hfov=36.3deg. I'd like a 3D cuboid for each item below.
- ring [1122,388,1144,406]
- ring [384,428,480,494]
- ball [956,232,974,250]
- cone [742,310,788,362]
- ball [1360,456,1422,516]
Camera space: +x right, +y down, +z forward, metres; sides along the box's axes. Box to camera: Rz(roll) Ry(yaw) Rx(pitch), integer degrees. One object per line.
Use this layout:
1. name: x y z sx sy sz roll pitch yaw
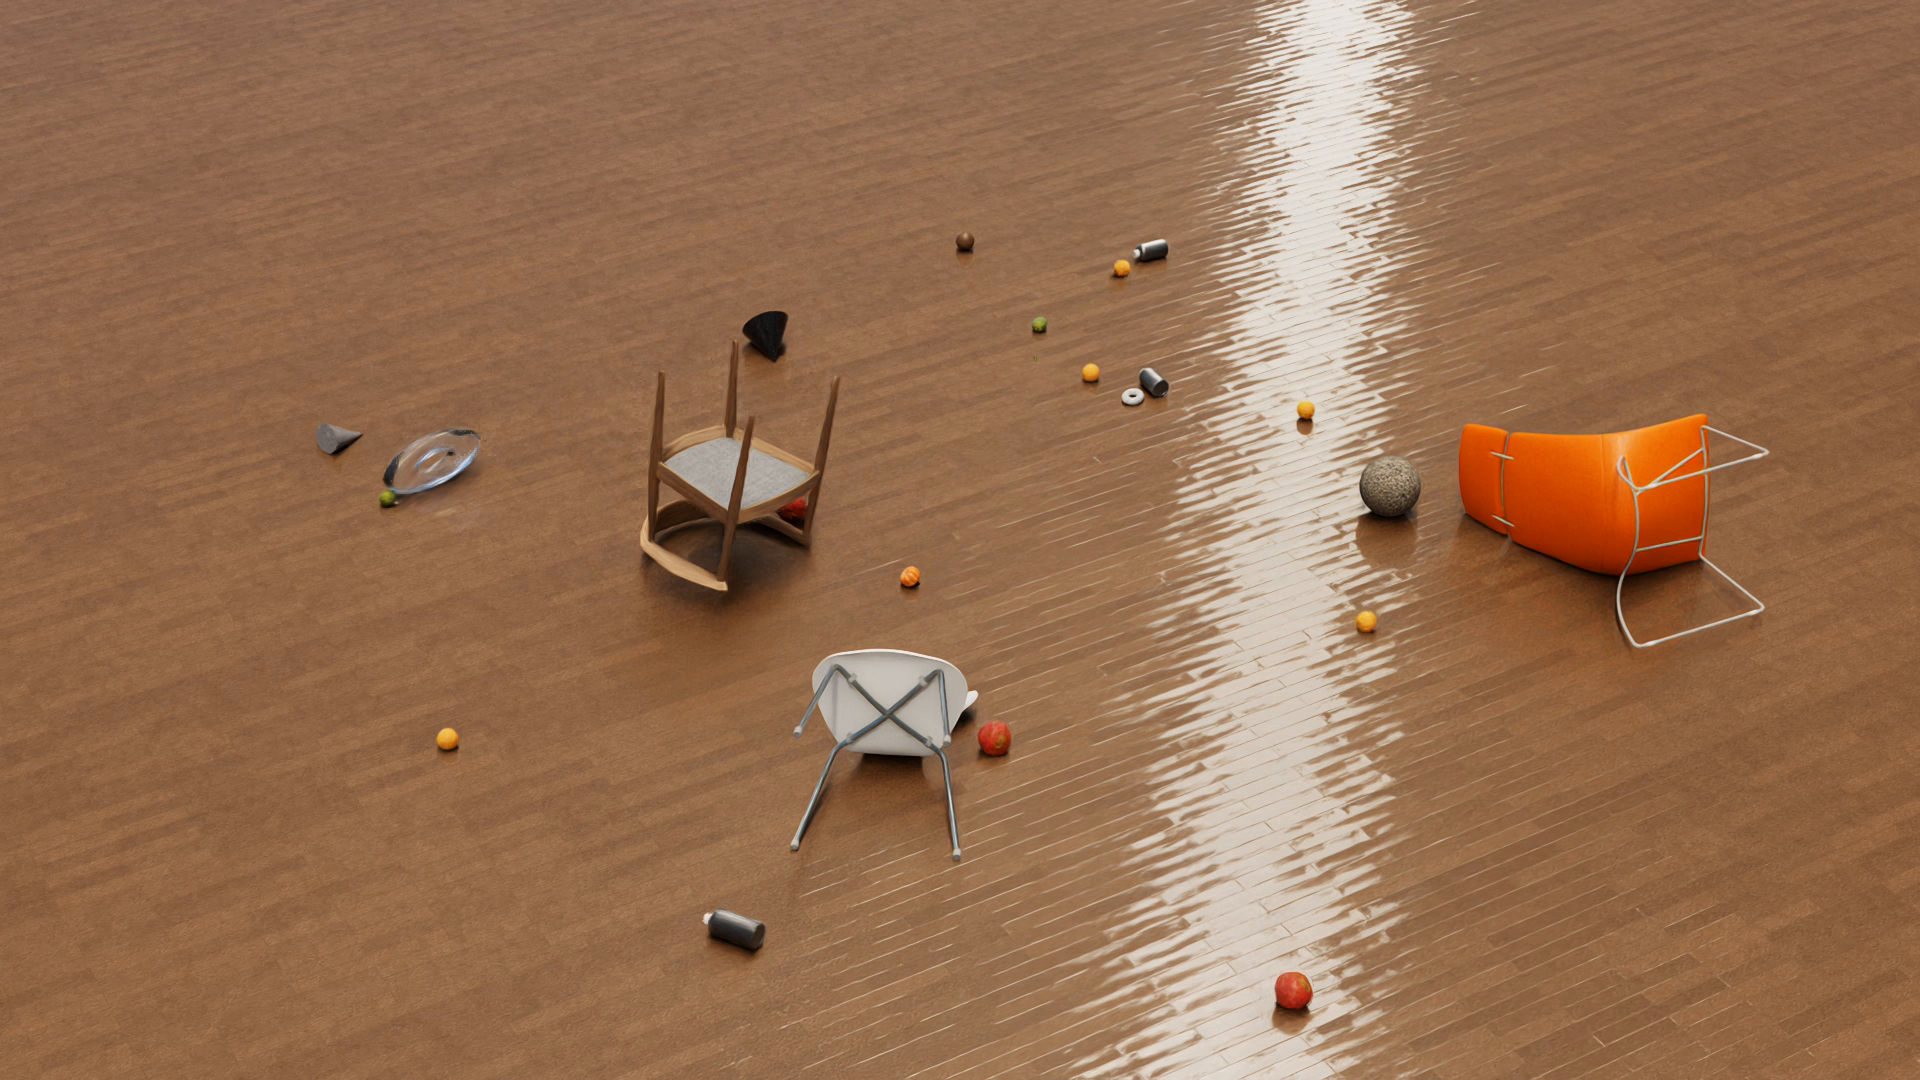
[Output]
1. ring: 0.695 -0.576 11.793 0.089 0.029 0.116 9 34 15
2. ring: -2.017 -0.305 11.209 0.426 0.220 0.088 -28 47 -27
3. ball: 0.022 -1.312 12.860 0.083 0.083 0.083 0 33 0
4. cone: -0.782 -0.809 12.078 0.188 0.251 0.176 -7 69 -22
5. ball: 1.620 -0.203 11.043 0.231 0.231 0.231 0 33 0
